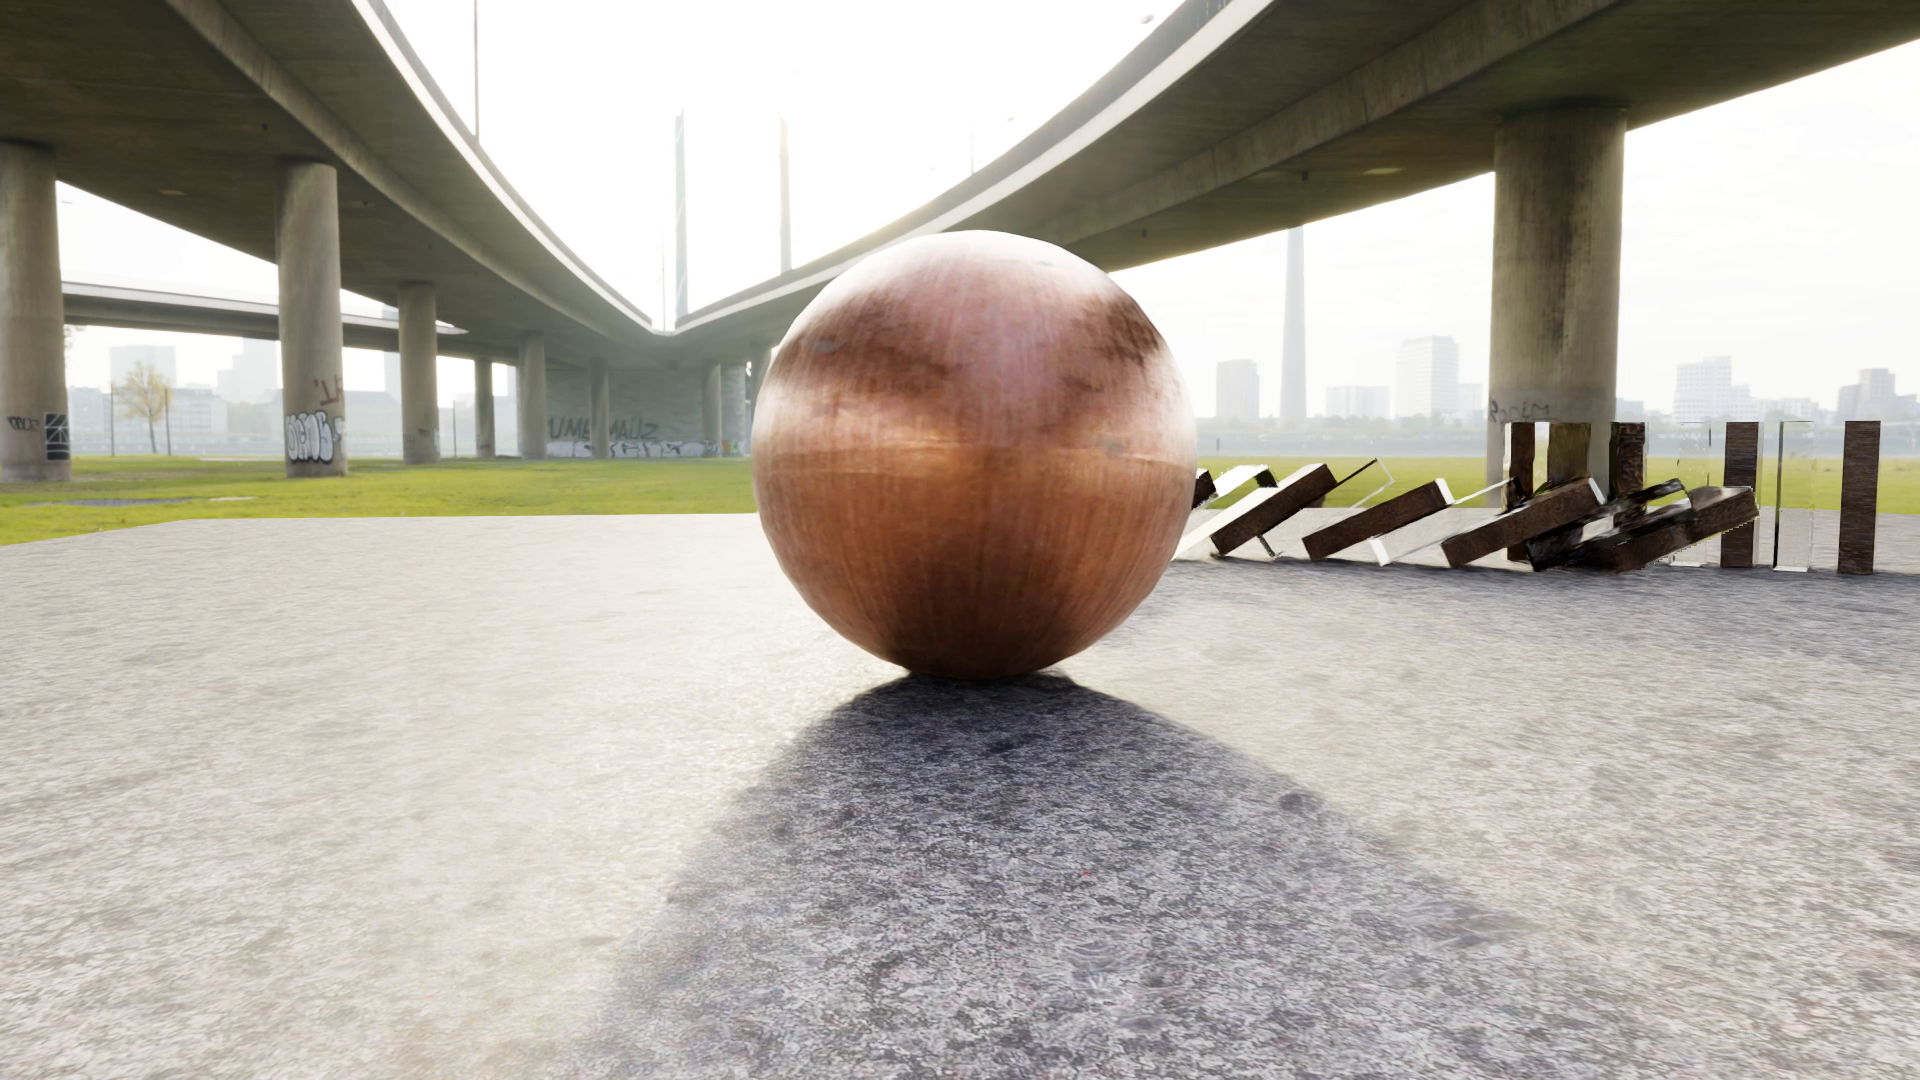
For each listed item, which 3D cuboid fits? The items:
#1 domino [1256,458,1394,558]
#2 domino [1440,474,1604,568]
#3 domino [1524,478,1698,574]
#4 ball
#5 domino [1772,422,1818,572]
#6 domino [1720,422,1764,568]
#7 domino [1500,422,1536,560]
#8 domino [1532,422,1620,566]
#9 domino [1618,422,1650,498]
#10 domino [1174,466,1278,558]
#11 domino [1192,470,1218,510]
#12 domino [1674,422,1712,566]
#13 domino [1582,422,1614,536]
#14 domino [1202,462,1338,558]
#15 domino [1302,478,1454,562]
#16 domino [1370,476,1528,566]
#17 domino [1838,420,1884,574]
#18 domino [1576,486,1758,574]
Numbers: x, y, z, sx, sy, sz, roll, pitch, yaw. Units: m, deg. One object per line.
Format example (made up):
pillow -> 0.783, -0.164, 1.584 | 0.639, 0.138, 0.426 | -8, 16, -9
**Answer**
domino -> 0.134, -0.011, 0.471 | 0.050, 0.010, 0.025 | -35, -11, 18
domino -> 0.190, -0.006, 0.435 | 0.050, 0.010, 0.025 | -27, -5, 29
domino -> 0.213, -0.005, 0.422 | 0.050, 0.009, 0.025 | -24, 1, 26
ball -> 0.002, -0.015, 0.232 | 0.080, 0.080, 0.080 | 0, 4, 0
domino -> 0.286, -0.015, 0.439 | 0.009, 0.050, 0.025 | 3, 5, 36
domino -> 0.273, -0.016, 0.448 | 0.010, 0.050, 0.025 | 3, 5, 36
domino -> 0.213, -0.018, 0.469 | 0.025, 0.050, 0.010 | 1, 4, 10
domino -> 0.215, -0.016, 0.448 | 0.025, 0.050, 0.010 | 0, 4, -2
domino -> 0.244, -0.018, 0.468 | 0.010, 0.050, 0.025 | 3, 5, 31
domino -> 0.092, -0.011, 0.482 | 0.050, 0.010, 0.025 | -32, 10, -10
domino -> 0.069, -0.010, 0.480 | 0.050, 0.010, 0.025 | -35, 19, -22
domino -> 0.262, -0.017, 0.459 | 0.010, 0.050, 0.025 | 2, 5, 29
domino -> 0.232, -0.018, 0.475 | 0.009, 0.050, 0.025 | 1, 4, 10
domino -> 0.115, -0.011, 0.481 | 0.050, 0.009, 0.025 | -32, 1, 1
domino -> 0.150, -0.007, 0.461 | 0.050, 0.009, 0.025 | -26, -8, 26
domino -> 0.171, -0.007, 0.447 | 0.050, 0.009, 0.025 | -27, -6, 28
domino -> 0.300, -0.015, 0.428 | 0.009, 0.050, 0.025 | 3, 5, 37
domino -> 0.236, -0.004, 0.432 | 0.050, 0.010, 0.025 | -23, 6, -2
